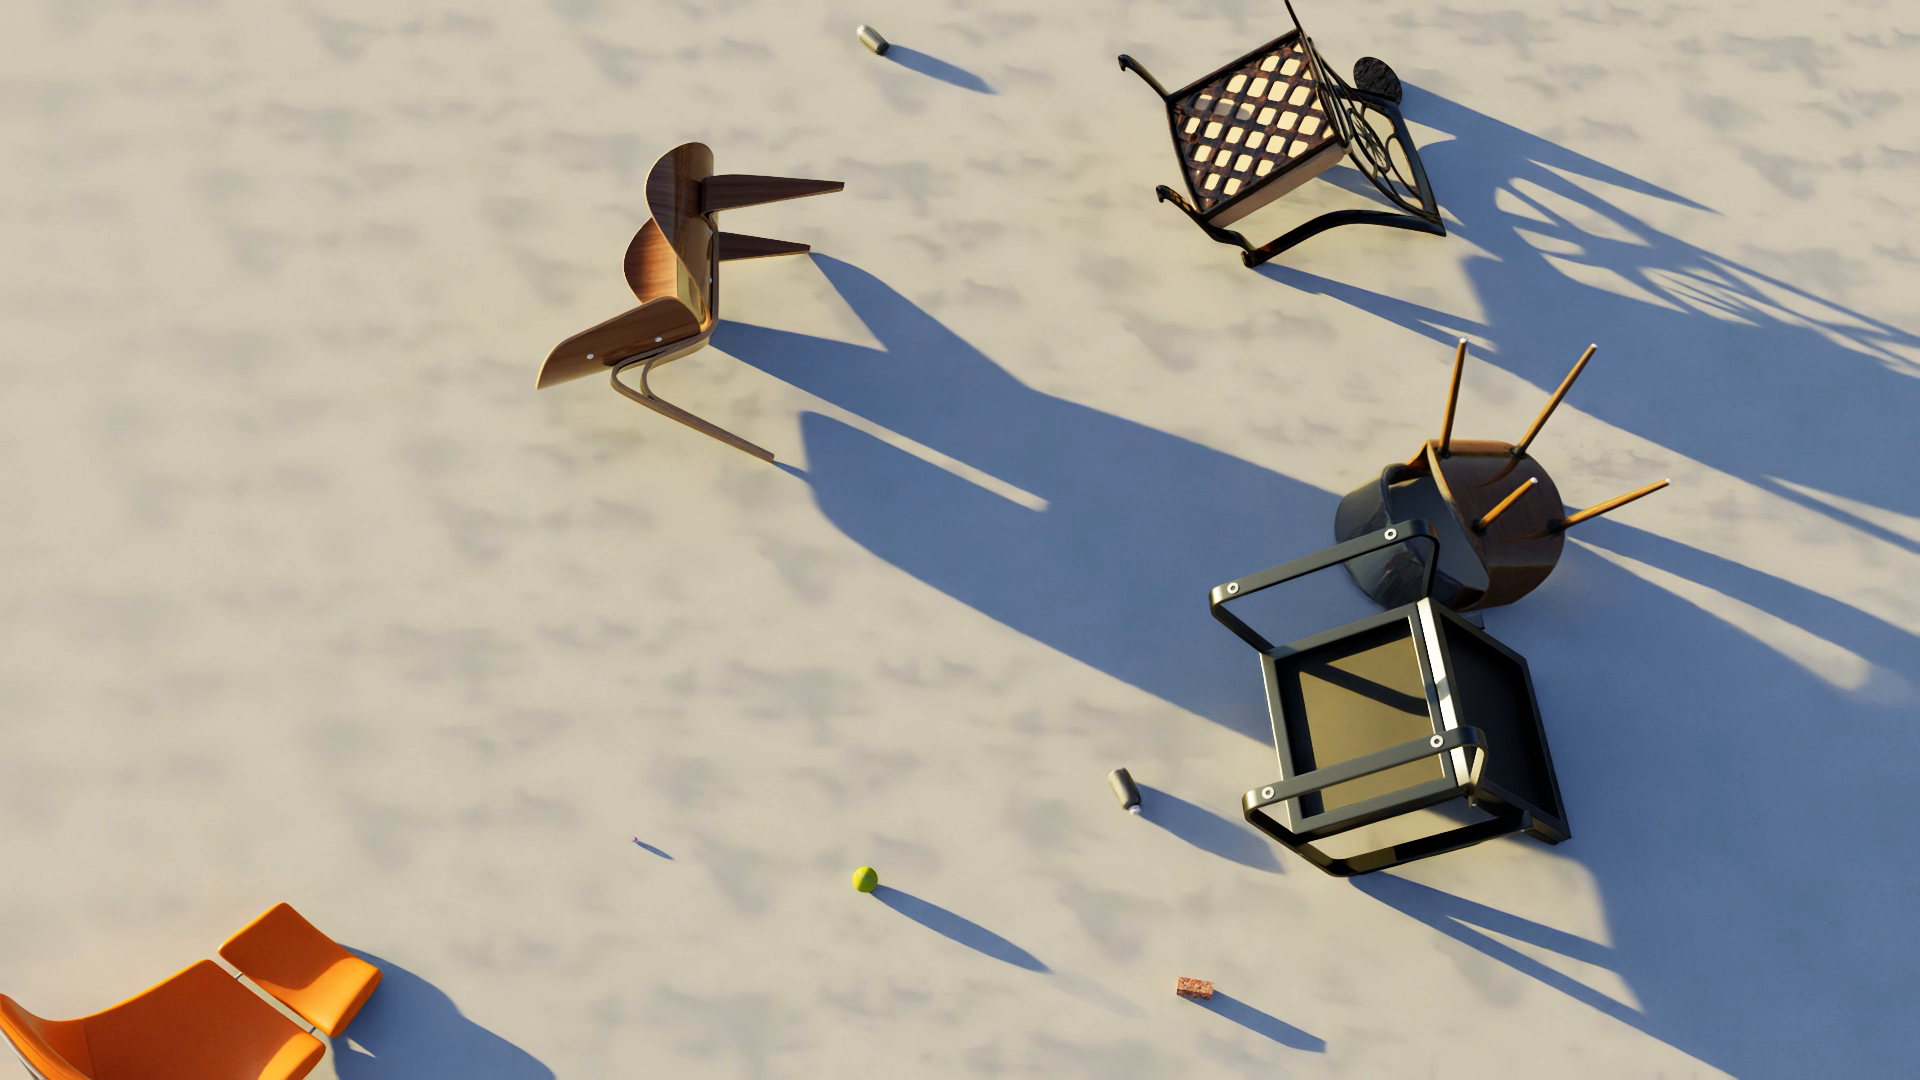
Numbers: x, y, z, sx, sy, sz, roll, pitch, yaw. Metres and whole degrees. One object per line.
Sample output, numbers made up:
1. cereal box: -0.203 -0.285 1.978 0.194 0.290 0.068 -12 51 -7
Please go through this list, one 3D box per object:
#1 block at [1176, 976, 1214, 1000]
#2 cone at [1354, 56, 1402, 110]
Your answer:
1. block: 0.615 1.175 5.761 0.091 0.041 0.034 9 57 6
2. cone: 1.441 -1.603 7.602 0.215 0.133 0.171 47 25 -16
